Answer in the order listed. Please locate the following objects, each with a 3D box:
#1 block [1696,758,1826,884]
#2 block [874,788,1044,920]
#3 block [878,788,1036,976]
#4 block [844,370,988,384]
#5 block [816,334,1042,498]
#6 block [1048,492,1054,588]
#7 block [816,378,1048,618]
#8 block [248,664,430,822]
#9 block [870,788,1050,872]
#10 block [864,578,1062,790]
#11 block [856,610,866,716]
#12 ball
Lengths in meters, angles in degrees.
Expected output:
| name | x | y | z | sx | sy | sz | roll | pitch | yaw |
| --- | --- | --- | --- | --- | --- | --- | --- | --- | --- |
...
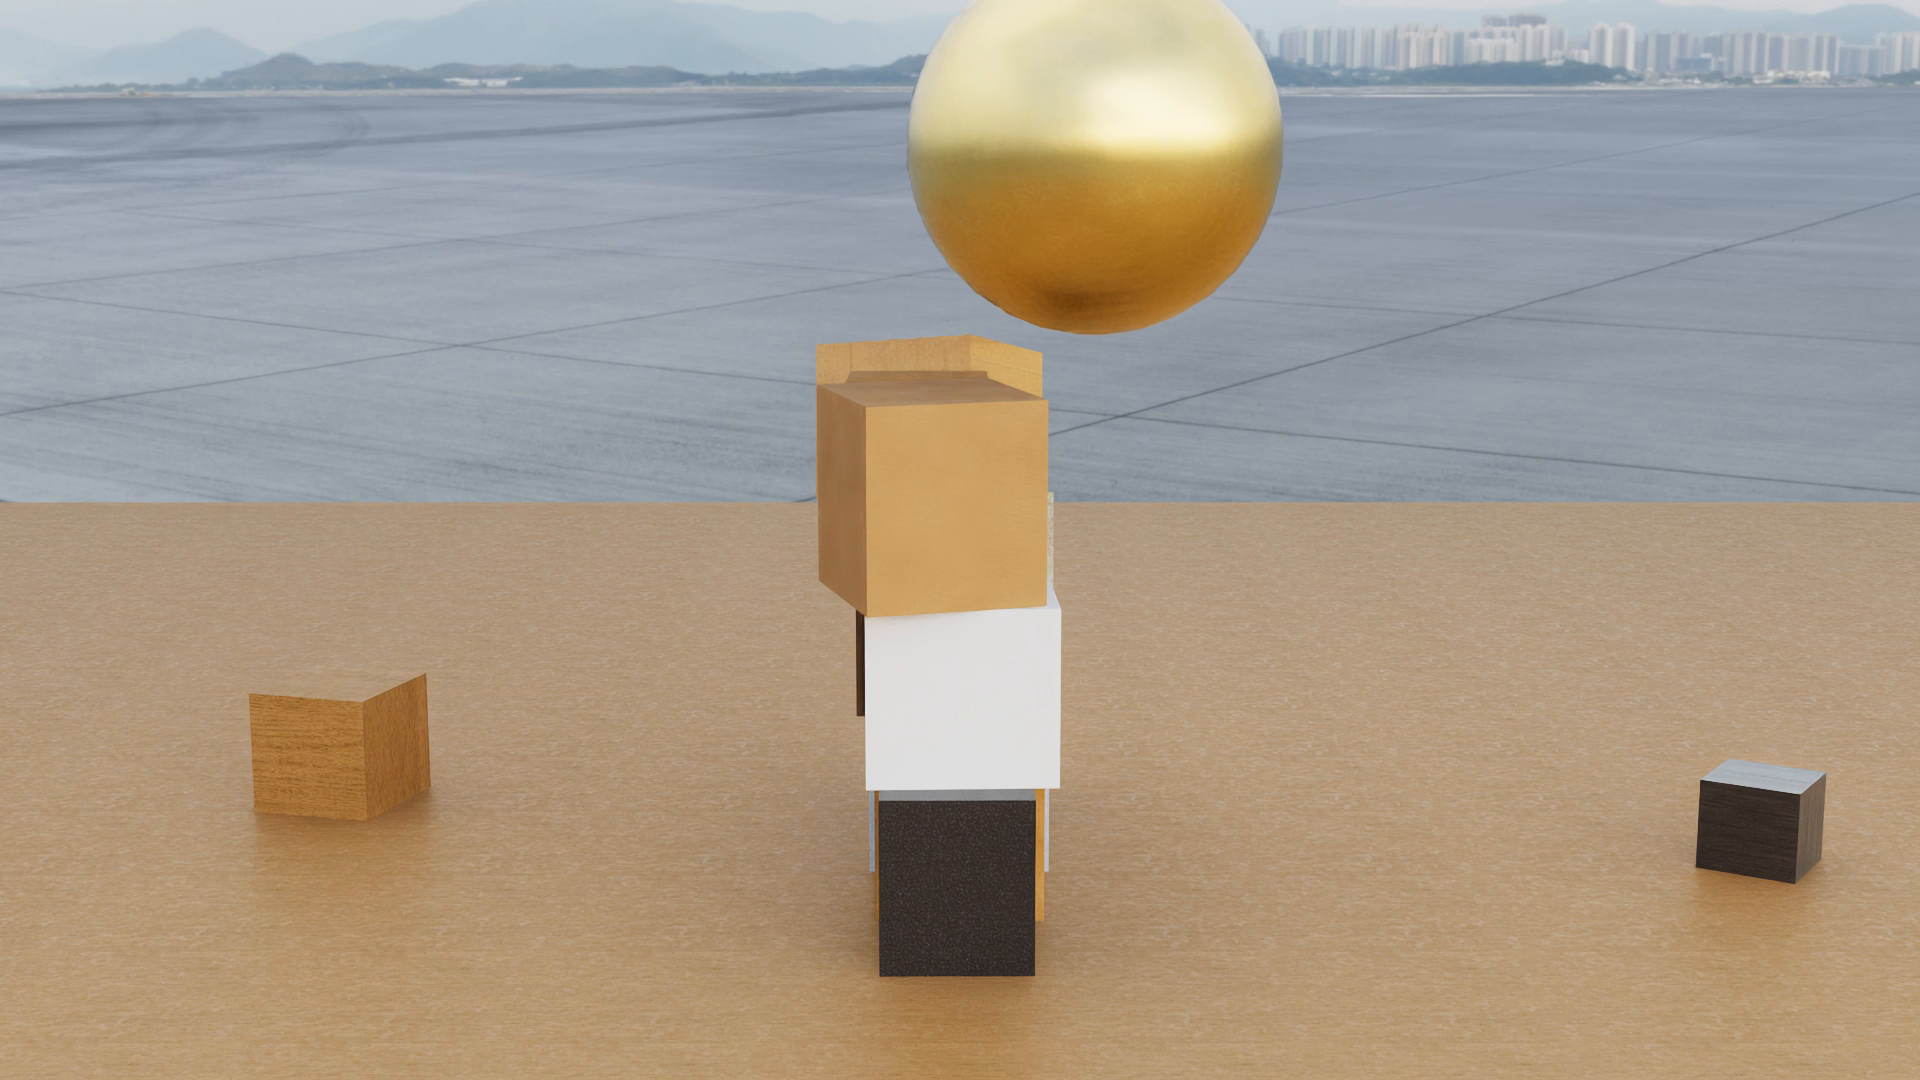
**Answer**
| name | x | y | z | sx | sy | sz | roll | pitch | yaw |
| --- | --- | --- | --- | --- | --- | --- | --- | --- | --- |
| block | 3.597 | 1.256 | 11.519 | 0.440 | 0.407 | 0.429 | 7 | 12 | 32 |
| block | -0.002 | 1.203 | 11.037 | 0.708 | 0.685 | 0.666 | 0 | 10 | 0 |
| block | -0.013 | 1.307 | 10.367 | 0.613 | 0.718 | 0.659 | 0 | 10 | 0 |
| block | -0.187 | -0.410 | 11.128 | 0.610 | 0.568 | 0.716 | 0 | 10 | 1 |
| block | -0.142 | -0.555 | 12.362 | 0.825 | 0.737 | 0.771 | -1 | -3 | 27 |
| block | 0.015 | 0.187 | 12.105 | 0.829 | 0.771 | 0.791 | 0 | -3 | 0 |
| block | -0.121 | -0.187 | 10.258 | 0.731 | 0.816 | 0.767 | -3 | 11 | -17 |
| block | -3.021 | 0.982 | 12.533 | 0.607 | 0.583 | 0.629 | 3 | 11 | 16 |
| block | -0.005 | 1.022 | 11.697 | 0.798 | 0.803 | 0.679 | 0 | 10 | 0 |
| block | -0.004 | 0.559 | 10.456 | 0.767 | 0.723 | 0.788 | 0 | 10 | -2 |
| block | -0.036 | 0.279 | 11.234 | 0.792 | 0.825 | 0.769 | 0 | 10 | 1 |
| ball | 0.570 | -1.672 | 10.876 | 1.600 | 1.600 | 1.600 | 0 | 10 | 0 |
